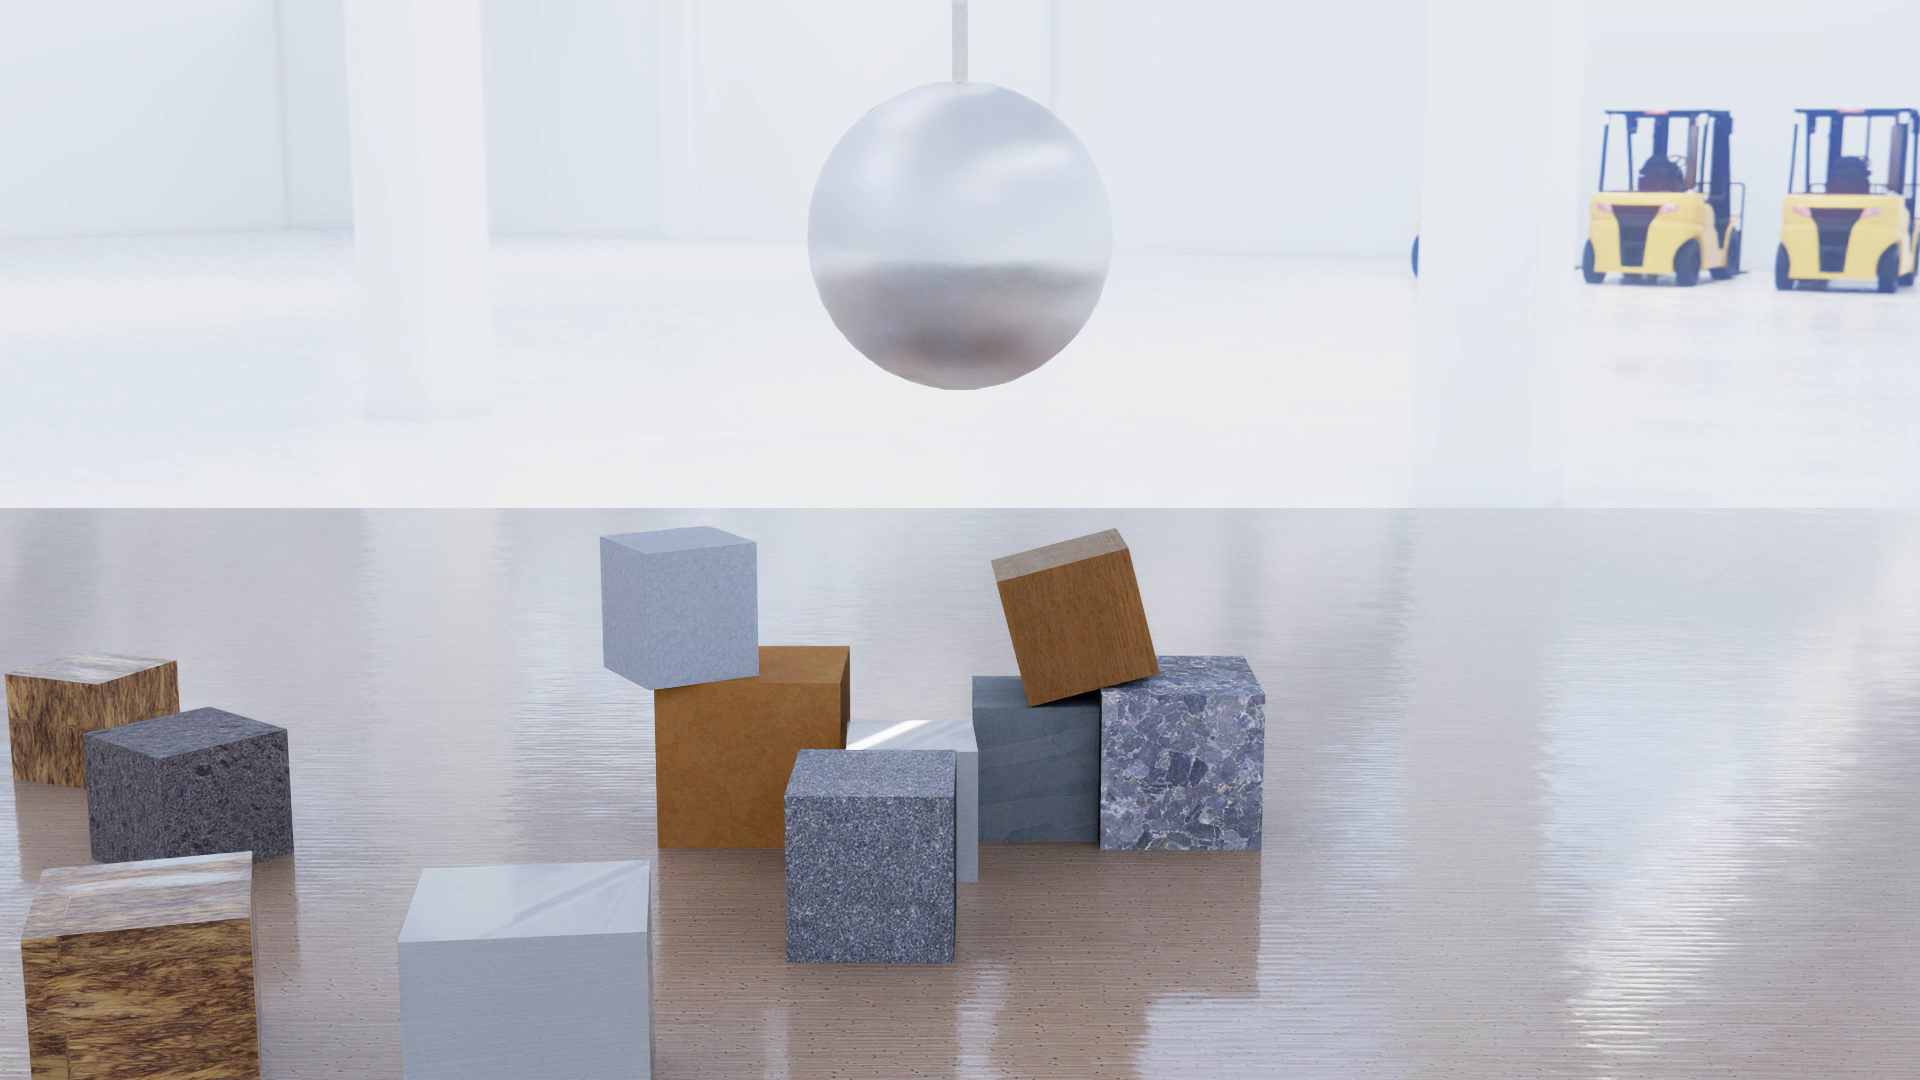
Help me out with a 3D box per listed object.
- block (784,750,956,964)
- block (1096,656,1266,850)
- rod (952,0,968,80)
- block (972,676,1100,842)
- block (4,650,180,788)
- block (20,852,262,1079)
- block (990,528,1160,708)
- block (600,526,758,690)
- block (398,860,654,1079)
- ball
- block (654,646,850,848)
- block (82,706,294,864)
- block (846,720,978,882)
[{"bbox_3d":[-0.383,1.396,9.800,0.722,0.748,0.739,0,10,1],"label":"block"},{"bbox_3d":[1.107,1.085,11.369,0.808,0.797,0.850,0,10,0],"label":"block"},{"bbox_3d":[0.000,-4.855,10.547,0.080,5.200,0.080,0,16,0],"label":"rod"},{"bbox_3d":[0.383,1.126,11.419,0.633,0.700,0.664,0,10,0],"label":"block"},{"bbox_3d":[-4.854,1.006,12.350,0.653,0.603,0.613,4,11,21],"label":"block"},{"bbox_3d":[-3.121,1.678,8.462,0.787,0.672,0.806,-3,11,-17],"label":"block"},{"bbox_3d":[0.580,0.386,11.257,0.677,0.659,0.605,-15,10,1],"label":"block"},{"bbox_3d":[-1.415,0.330,11.077,0.597,0.679,0.577,-6,12,-31],"label":"block"},{"bbox_3d":[-1.570,1.691,8.108,0.855,0.771,0.790,-1,10,-7],"label":"block"},{"bbox_3d":[0.000,-1.582,11.469,1.600,1.600,1.600,0,10,0],"label":"ball"},{"bbox_3d":[-1.053,1.055,11.372,0.926,0.854,0.809,0,10,0],"label":"block"},{"bbox_3d":[-3.811,1.256,10.874,0.696,0.638,0.690,8,13,39],"label":"block"},{"bbox_3d":[-0.238,1.273,10.756,0.625,0.647,0.576,0,10,-2],"label":"block"}]
